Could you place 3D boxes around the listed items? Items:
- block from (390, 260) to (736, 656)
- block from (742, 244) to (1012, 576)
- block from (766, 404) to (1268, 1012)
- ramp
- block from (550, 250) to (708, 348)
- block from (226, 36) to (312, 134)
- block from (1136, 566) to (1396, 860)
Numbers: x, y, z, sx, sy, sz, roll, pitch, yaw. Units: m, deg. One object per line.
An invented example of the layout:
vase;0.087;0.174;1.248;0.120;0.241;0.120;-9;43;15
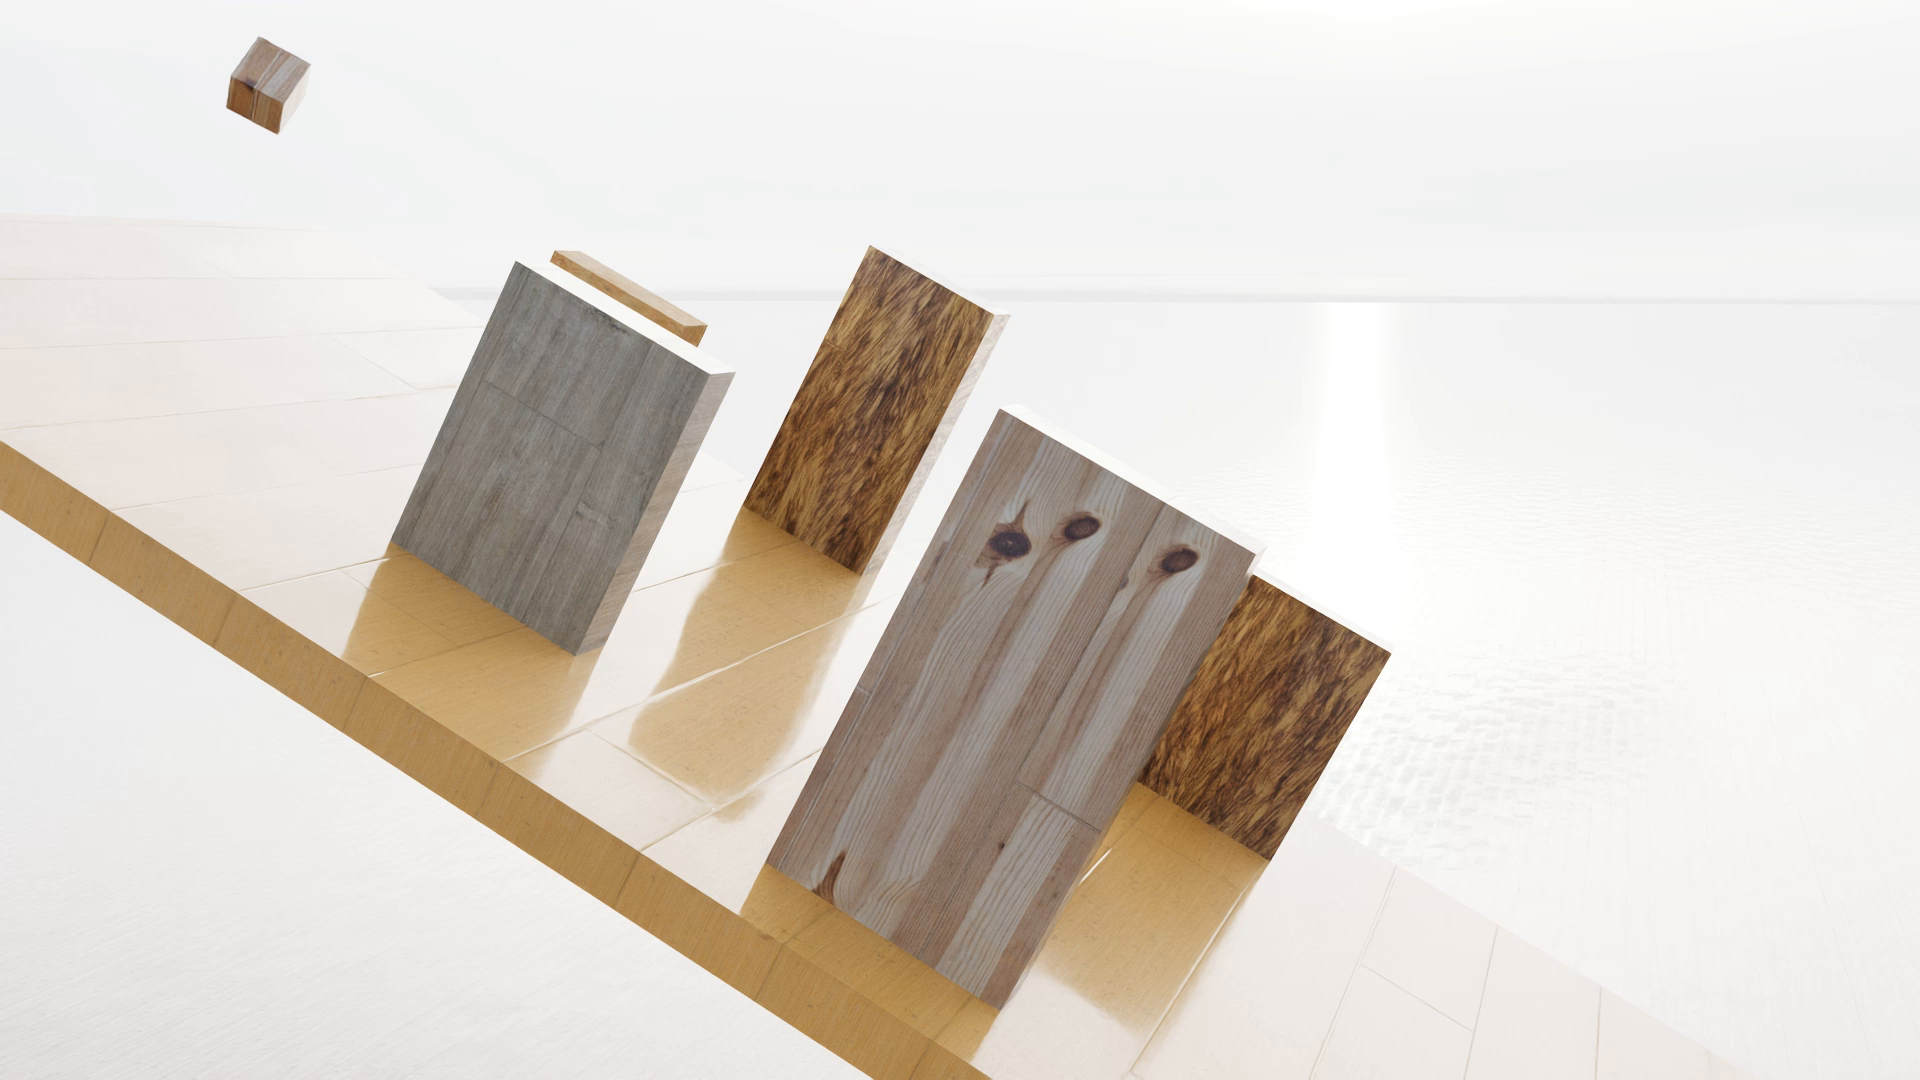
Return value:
block;-0.681;-0.142;3.755;0.396;0.545;0.112;30;14;12
block;-0.190;-0.292;4.951;0.326;0.664;0.134;30;14;12
block;0.074;0.249;3.257;0.423;0.790;0.103;30;14;12
ramp;-0.219;0.364;4.146;4.000;0.100;2.000;30;14;12
block;-0.749;-0.304;4.397;0.314;0.452;0.111;30;14;12
block;-1.301;-0.854;4.138;0.107;0.107;0.107;28;-31;-9
block;0.589;0.336;4.498;0.398;0.500;0.083;30;14;12
